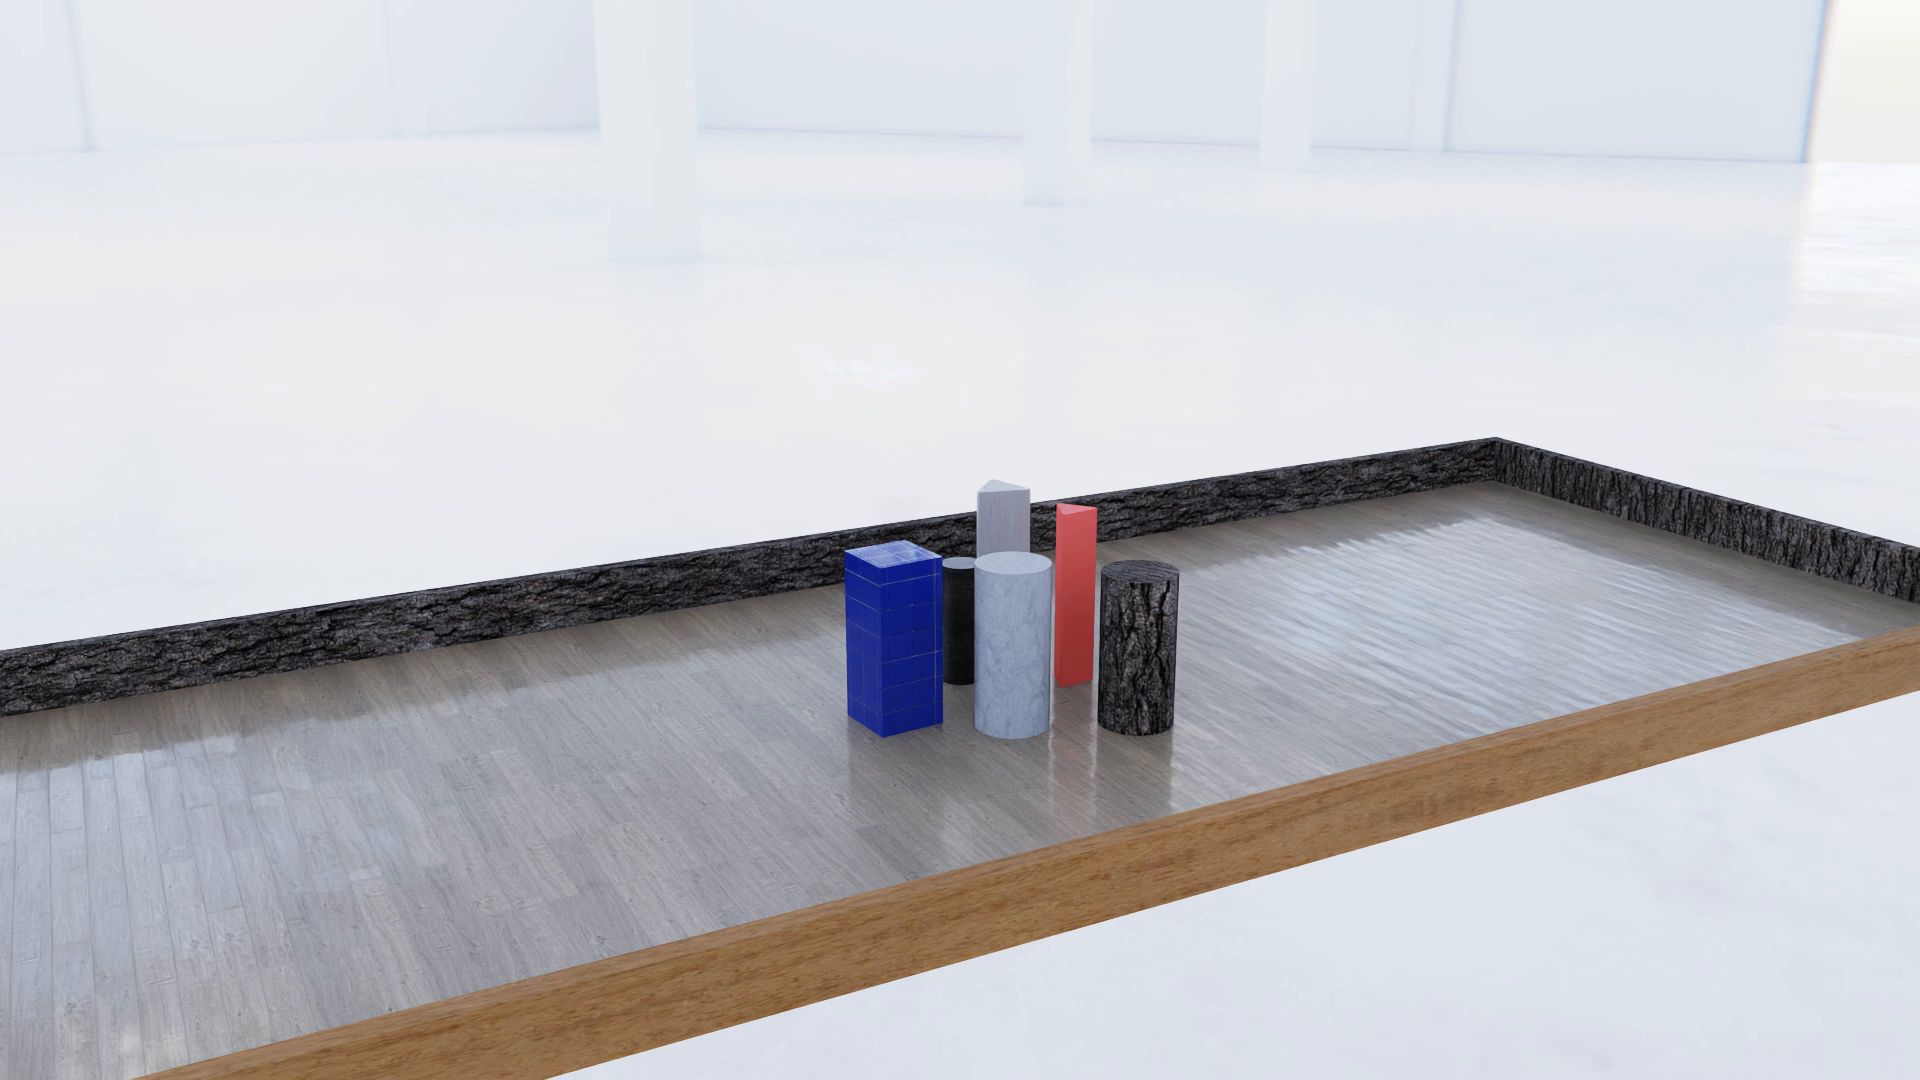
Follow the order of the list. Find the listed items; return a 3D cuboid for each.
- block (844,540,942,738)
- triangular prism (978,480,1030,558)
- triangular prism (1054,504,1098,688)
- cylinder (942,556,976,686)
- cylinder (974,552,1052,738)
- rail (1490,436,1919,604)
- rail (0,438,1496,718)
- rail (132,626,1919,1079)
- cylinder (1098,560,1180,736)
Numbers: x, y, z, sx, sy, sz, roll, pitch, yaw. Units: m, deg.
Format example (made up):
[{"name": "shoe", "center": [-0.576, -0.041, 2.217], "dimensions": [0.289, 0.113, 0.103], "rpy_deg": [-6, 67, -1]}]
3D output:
[{"name": "block", "center": [-0.154, 0.228, 3.854], "dimensions": [0.165, 0.409, 0.165], "rpy_deg": [-10, 19, -32]}, {"name": "triangular prism", "center": [0.100, 0.064, 4.368], "dimensions": [0.142, 0.434, 0.123], "rpy_deg": [-4, 17, -13]}, {"name": "triangular prism", "center": [0.267, 0.134, 4.107], "dimensions": [0.104, 0.447, 0.090], "rpy_deg": [-11, 20, -34]}, {"name": "cylinder", "center": [0.003, 0.203, 4.126], "dimensions": [0.102, 0.304, 0.102], "rpy_deg": [0, 16, 0]}, {"name": "cylinder", "center": [0.122, 0.242, 3.827], "dimensions": [0.178, 0.397, 0.178], "rpy_deg": [0, 16, 0]}, {"name": "rail", "center": [2.466, -0.048, 5.253], "dimensions": [0.050, 0.150, 2.100], "rpy_deg": [-9, 18, -27]}, {"name": "rail", "center": [-3.305, 0.497, 3.399], "dimensions": [12.000, 0.150, 0.050], "rpy_deg": [-9, 18, -27]}, {"name": "rail", "center": [-2.336, 1.006, 1.665], "dimensions": [12.000, 0.150, 0.050], "rpy_deg": [-9, 18, -27]}, {"name": "cylinder", "center": [0.415, 0.250, 3.848], "dimensions": [0.179, 0.371, 0.179], "rpy_deg": [0, 16, 0]}]
